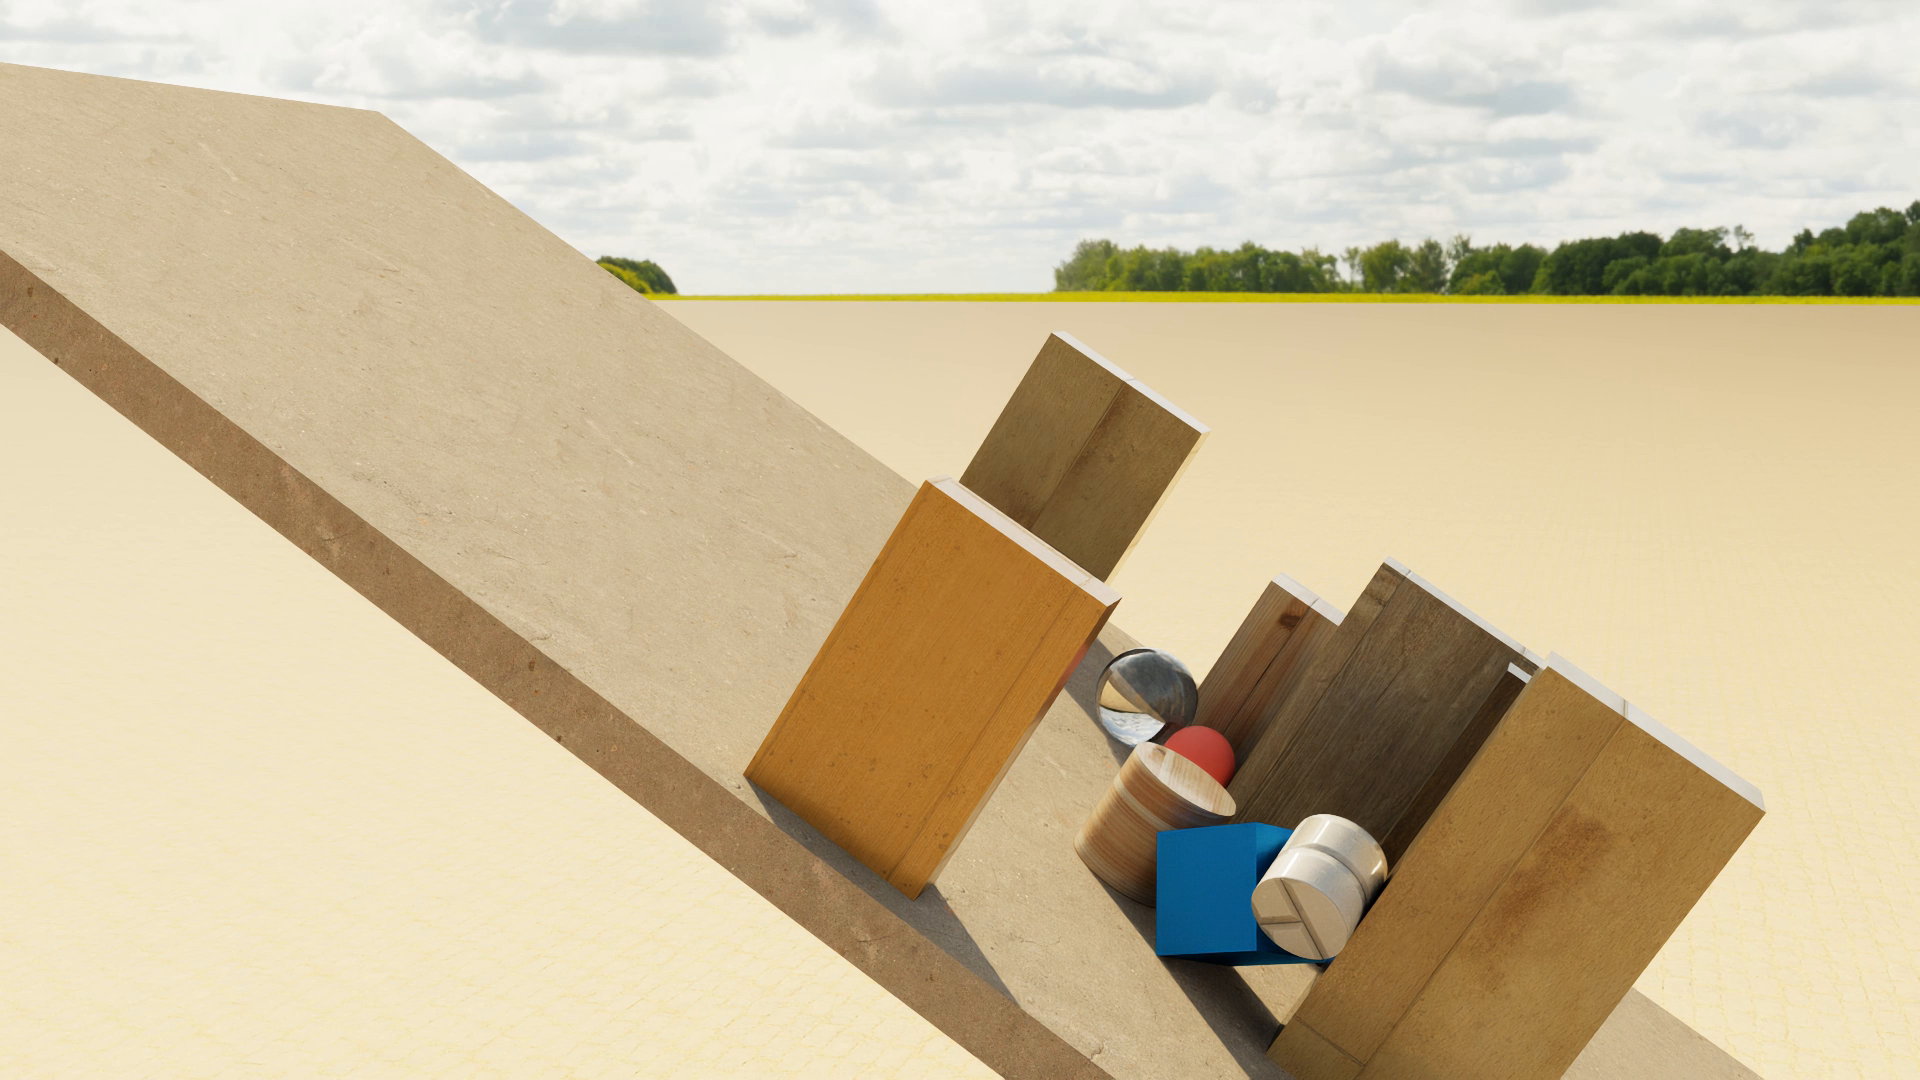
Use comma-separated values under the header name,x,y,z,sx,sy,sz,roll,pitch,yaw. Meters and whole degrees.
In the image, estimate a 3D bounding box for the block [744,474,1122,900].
name,x,y,z,sx,sy,sz,roll,pitch,yaw
block,-0.043,0.211,3.149,0.311,0.520,0.096,35,15,10

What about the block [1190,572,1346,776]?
name,x,y,z,sx,sy,sz,roll,pitch,yaw
block,0.678,0.355,4.331,0.407,0.418,0.136,35,15,10

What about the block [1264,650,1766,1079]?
name,x,y,z,sx,sy,sz,roll,pitch,yaw
block,0.820,0.576,3.288,0.361,0.739,0.140,35,15,10

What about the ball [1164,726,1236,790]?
name,x,y,z,sx,sy,sz,roll,pitch,yaw
ball,0.452,0.426,4.187,0.144,0.144,0.144,0,7,0

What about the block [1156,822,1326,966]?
name,x,y,z,sx,sy,sz,roll,pitch,yaw
block,0.449,0.565,3.484,0.195,0.195,0.195,-13,-22,42

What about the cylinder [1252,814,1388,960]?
name,x,y,z,sx,sy,sz,roll,pitch,yaw
cylinder,0.546,0.525,3.337,0.156,0.156,0.156,5,34,35

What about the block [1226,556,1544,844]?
name,x,y,z,sx,sy,sz,roll,pitch,yaw
block,0.768,0.377,4.086,0.346,0.601,0.094,35,15,10

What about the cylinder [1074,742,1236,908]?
name,x,y,z,sx,sy,sz,roll,pitch,yaw
cylinder,0.325,0.476,3.670,0.197,0.197,0.197,30,15,-9

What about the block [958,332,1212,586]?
name,x,y,z,sx,sy,sz,roll,pitch,yaw
block,0.237,-0.129,4.793,0.390,0.518,0.114,35,15,10

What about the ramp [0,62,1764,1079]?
name,x,y,z,sx,sy,sz,roll,pitch,yaw
ramp,-0.138,0.230,4.105,4.000,0.100,2.000,35,15,10

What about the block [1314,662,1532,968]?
name,x,y,z,sx,sy,sz,roll,pitch,yaw
block,0.863,0.532,3.754,0.243,0.615,0.081,35,15,10

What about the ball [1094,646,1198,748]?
name,x,y,z,sx,sy,sz,roll,pitch,yaw
ball,0.362,0.308,4.274,0.200,0.200,0.200,0,7,0
